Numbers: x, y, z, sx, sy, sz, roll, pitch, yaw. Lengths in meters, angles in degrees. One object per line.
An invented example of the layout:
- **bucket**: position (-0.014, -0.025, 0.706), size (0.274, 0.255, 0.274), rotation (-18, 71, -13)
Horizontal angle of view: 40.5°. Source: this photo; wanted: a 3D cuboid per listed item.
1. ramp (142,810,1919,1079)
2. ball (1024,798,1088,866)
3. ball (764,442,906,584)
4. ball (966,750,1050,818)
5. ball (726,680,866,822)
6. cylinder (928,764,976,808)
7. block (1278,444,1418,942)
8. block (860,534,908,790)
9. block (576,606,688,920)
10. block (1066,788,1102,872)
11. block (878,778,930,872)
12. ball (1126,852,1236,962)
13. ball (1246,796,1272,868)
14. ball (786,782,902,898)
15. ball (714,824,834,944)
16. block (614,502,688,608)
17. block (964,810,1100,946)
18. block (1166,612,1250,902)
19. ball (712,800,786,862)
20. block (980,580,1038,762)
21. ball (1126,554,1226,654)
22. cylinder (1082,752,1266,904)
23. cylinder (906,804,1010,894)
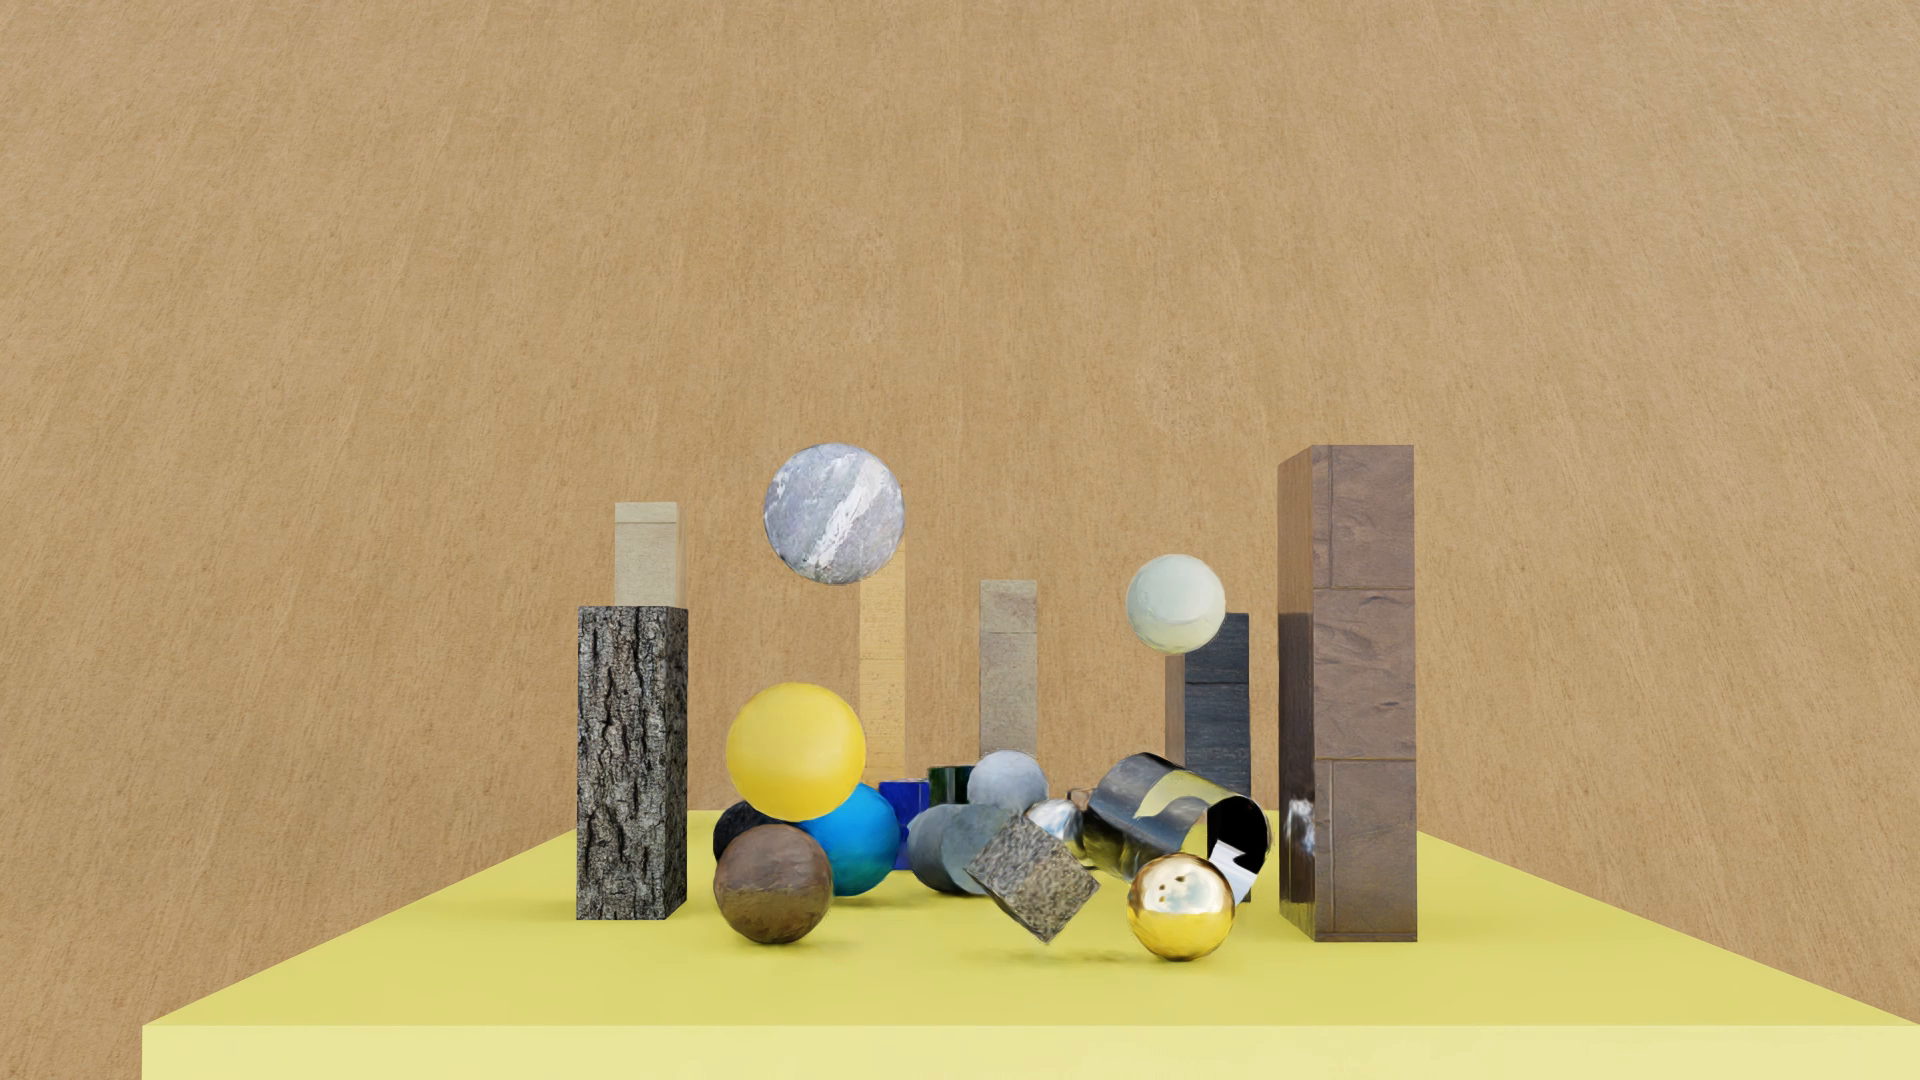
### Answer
- **ramp**: position (0.081, 0.683, 4.920), size (2.000, 0.100, 4.000), rotation (0, -3, 0)
- **ball**: position (0.166, 0.515, 4.516), size (0.137, 0.137, 0.137), rotation (0, 37, 0)
- **ball**: position (-0.155, -0.033, 3.224), size (0.176, 0.176, 0.176), rotation (0, 37, 0)
- **ball**: position (0.087, 0.456, 4.720), size (0.150, 0.150, 0.150), rotation (0, 37, 0)
- **ball**: position (-0.192, 0.247, 3.047), size (0.164, 0.164, 0.164), rotation (0, 37, 0)
- **cylinder**: position (0.040, 0.519, 4.883), size (0.193, 0.193, 0.193), rotation (-3, -3, 0)
- **block**: position (0.589, 0.231, 3.994), size (0.148, 0.722, 0.423), rotation (0, -3, 0)
- **block**: position (-0.181, 0.342, 6.244), size (0.105, 0.697, 0.385), rotation (0, -3, 0)
- **block**: position (-0.533, 0.357, 4.257), size (0.139, 0.493, 0.332), rotation (0, -3, 0)
- **block**: position (0.290, 0.564, 5.080), size (0.152, 0.152, 0.152), rotation (0, -3, 7)
- **block**: position (-0.053, 0.556, 5.084), size (0.169, 0.169, 0.169), rotation (-1, -3, 17)
- **ball**: position (0.300, 0.499, 3.531), size (0.148, 0.148, 0.148), rotation (0, 37, 0)
- **ball**: position (0.441, 0.491, 4.294), size (0.149, 0.149, 0.149), rotation (0, 37, 0)
- **ball**: position (-0.197, 0.500, 4.362), size (0.197, 0.197, 0.197), rotation (0, 37, 0)
- **ball**: position (-0.268, 0.495, 3.746), size (0.173, 0.173, 0.173), rotation (0, 37, 0)
- **block**: position (-0.736, 0.303, 6.198), size (0.143, 0.772, 0.246), rotation (0, -3, 0)
- **block**: position (0.099, 0.463, 3.568), size (0.109, 0.109, 0.109), rotation (-47, 36, -10)
- **block**: position (0.433, 0.375, 4.578), size (0.110, 0.487, 0.409), rotation (0, -3, 0)
- **ball**: position (-0.355, 0.525, 4.523), size (0.150, 0.150, 0.150), rotation (0, 37, 0)
- **block**: position (0.097, 0.368, 5.308), size (0.113, 0.565, 0.311), rotation (0, -3, 0)
- **ball**: position (0.277, 0.082, 3.339), size (0.129, 0.129, 0.129), rotation (0, 37, 0)
- **cylinder**: position (0.340, 0.469, 4.127), size (0.207, 0.207, 0.207), rotation (-28, 33, -32)
- **cylinder**: position (0.007, 0.535, 4.509), size (0.153, 0.153, 0.153), rotation (-20, 3, -25)
